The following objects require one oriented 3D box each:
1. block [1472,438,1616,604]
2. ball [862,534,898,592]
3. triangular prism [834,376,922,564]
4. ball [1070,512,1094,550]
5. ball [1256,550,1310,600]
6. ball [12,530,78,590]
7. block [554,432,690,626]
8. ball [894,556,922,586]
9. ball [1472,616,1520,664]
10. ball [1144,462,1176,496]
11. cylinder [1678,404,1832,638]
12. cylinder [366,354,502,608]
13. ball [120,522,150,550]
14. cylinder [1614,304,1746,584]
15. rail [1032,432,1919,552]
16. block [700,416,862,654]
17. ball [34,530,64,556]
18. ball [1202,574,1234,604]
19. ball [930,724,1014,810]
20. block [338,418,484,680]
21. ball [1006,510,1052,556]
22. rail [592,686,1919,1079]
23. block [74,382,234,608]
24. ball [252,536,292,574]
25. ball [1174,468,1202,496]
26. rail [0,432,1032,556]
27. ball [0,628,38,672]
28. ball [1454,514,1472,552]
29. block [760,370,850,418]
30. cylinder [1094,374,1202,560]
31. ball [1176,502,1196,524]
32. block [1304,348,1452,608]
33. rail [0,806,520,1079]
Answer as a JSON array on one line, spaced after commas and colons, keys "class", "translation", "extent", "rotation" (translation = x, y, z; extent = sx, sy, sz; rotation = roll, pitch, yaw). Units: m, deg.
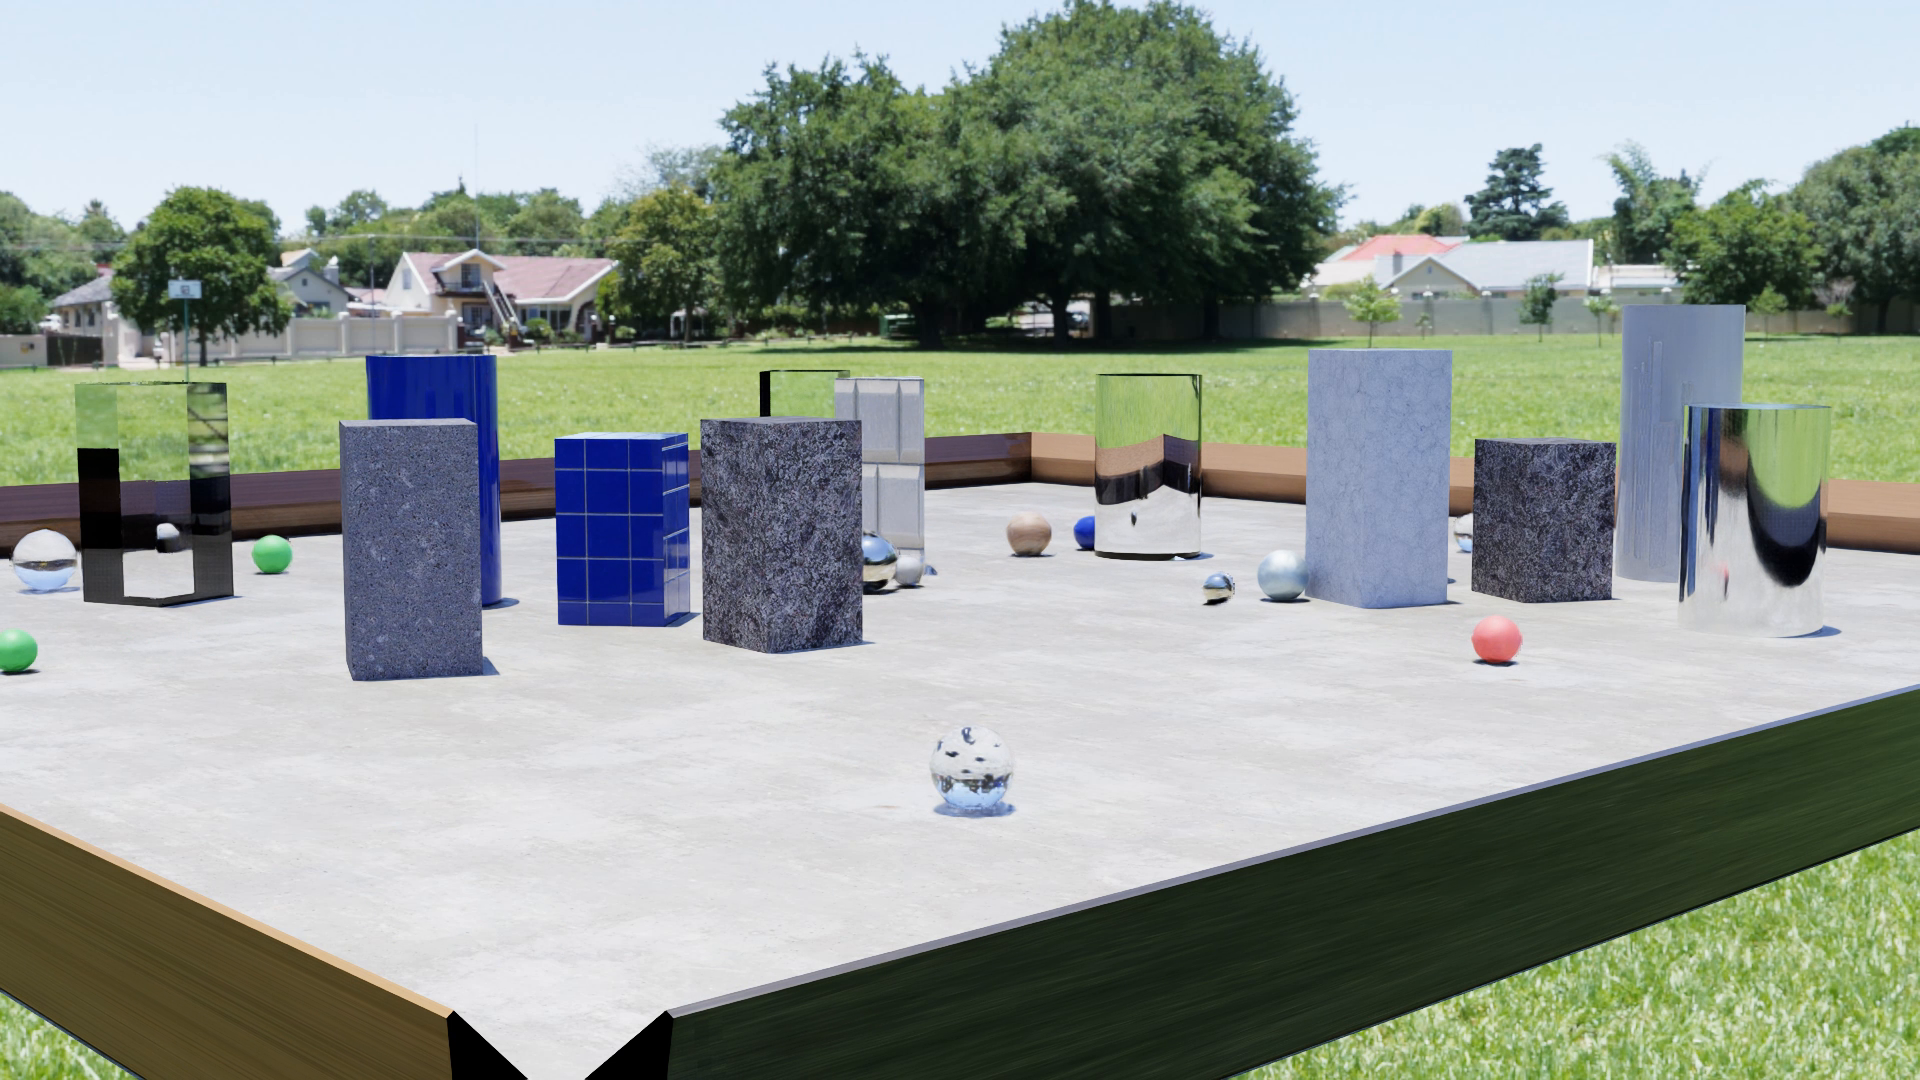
[{"class": "block", "translation": [0.906, -0.034, 3.421], "extent": [0.154, 0.241, 0.154], "rotation": [-2, 6, -17]}, {"class": "ball", "translation": [-0.145, 0.036, 3.470], "extent": [0.092, 0.092, 0.092], "rotation": [0, 6, 0]}, {"class": "triangular prism", "translation": [-0.107, -0.114, 3.766], "extent": [0.167, 0.328, 0.145], "rotation": [3, 7, 25]}, {"class": "ball", "translation": [0.241, -0.013, 4.073], "extent": [0.073, 0.073, 0.073], "rotation": [0, 6, 0]}, {"class": "ball", "translation": [0.494, 0.054, 3.363], "extent": [0.079, 0.079, 0.079], "rotation": [0, 6, 0]}, {"class": "ball", "translation": [-1.449, 0.032, 3.483], "extent": [0.096, 0.096, 0.096], "rotation": [0, 6, 0]}, {"class": "block", "translation": [-0.482, -0.018, 3.159], "extent": [0.154, 0.264, 0.154], "rotation": [1, 6, 7]}, {"class": "ball", "translation": [-0.084, 0.051, 3.532], "extent": [0.049, 0.049, 0.049], "rotation": [0, 6, 0]}, {"class": "ball", "translation": [0.676, 0.125, 2.773], "extent": [0.060, 0.060, 0.060], "rotation": [0, 6, 0]}, {"class": "ball", "translation": [0.478, -0.146, 5.260], "extent": [0.078, 0.078, 0.078], "rotation": [0, 6, 0]}, {"class": "cylinder", "translation": [1.106, -0.032, 3.067], "extent": [0.193, 0.310, 0.193], "rotation": [0, 6, 0]}, {"class": "cylinder", "translation": [-0.793, -0.091, 3.321], "extent": [0.193, 0.375, 0.193], "rotation": [0, 6, 0]}, {"class": "ball", "translation": [-1.525, -0.007, 4.069], "extent": [0.053, 0.053, 0.053], "rotation": [0, 6, 0]}, {"class": "cylinder", "translation": [1.194, -0.164, 3.650], "extent": [0.193, 0.451, 0.193], "rotation": [0, 6, 0]}, {"class": "rail", "translation": [1.274, -0.090, 4.501], "extent": [0.045, 0.125, 3.261], "rotation": [-6, 8, -42]}, {"class": "block", "translation": [-0.239, -0.012, 2.941], "extent": [0.154, 0.298, 0.154], "rotation": [-5, 8, -39]}, {"class": "ball", "translation": [-1.644, 0.006, 3.967], "extent": [0.047, 0.047, 0.047], "rotation": [0, 6, 0]}, {"class": "ball", "translation": [0.390, 0.074, 3.329], "extent": [0.046, 0.046, 0.046], "rotation": [0, 6, 0]}, {"class": "ball", "translation": [0.011, 0.203, 1.962], "extent": [0.076, 0.076, 0.076], "rotation": [0, 6, 0]}, {"class": "block", "translation": [-0.680, 0.007, 2.721], "extent": [0.154, 0.306, 0.154], "rotation": [-2, 6, -18]}, {"class": "ball", "translation": [0.124, -0.013, 3.973], "extent": [0.083, 0.083, 0.083], "rotation": [0, 6, 0]}, {"class": "rail", "translation": [1.090, 0.156, 2.158], "extent": [3.515, 0.125, 0.045], "rotation": [-6, 8, -42]}, {"class": "block", "translation": [-1.233, -0.074, 3.371], "extent": [0.154, 0.331, 0.154], "rotation": [3, 7, 25]}, {"class": "ball", "translation": [-1.161, 0.024, 3.711], "extent": [0.065, 0.065, 0.065], "rotation": [0, 6, 0]}, {"class": "ball", "translation": [0.542, -0.139, 5.217], "extent": [0.064, 0.064, 0.064], "rotation": [0, 6, 0]}, {"class": "rail", "translation": [-1.090, -0.091, 4.506], "extent": [3.515, 0.125, 0.045], "rotation": [-6, 8, -42]}, {"class": "ball", "translation": [-1.161, 0.136, 2.699], "extent": [0.054, 0.054, 0.054], "rotation": [0, 6, 0]}, {"class": "ball", "translation": [0.942, -0.013, 4.036], "extent": [0.070, 0.070, 0.070], "rotation": [0, 6, 0]}, {"class": "block", "translation": [-0.308, -0.177, 4.400], "extent": [0.154, 0.322, 0.154], "rotation": [1, 6, 7]}, {"class": "cylinder", "translation": [0.340, -0.135, 3.977], "extent": [0.193, 0.326, 0.193], "rotation": [0, 6, 0]}, {"class": "ball", "translation": [0.471, -0.057, 4.585], "extent": [0.043, 0.043, 0.043], "rotation": [0, 6, 0]}, {"class": "block", "translation": [0.637, -0.099, 3.358], "extent": [0.154, 0.383, 0.154], "rotation": [-3, 7, -24]}, {"class": "rail", "translation": [-1.274, 0.155, 2.163], "extent": [0.045, 0.125, 3.261], "rotation": [-6, 8, -42]}]
